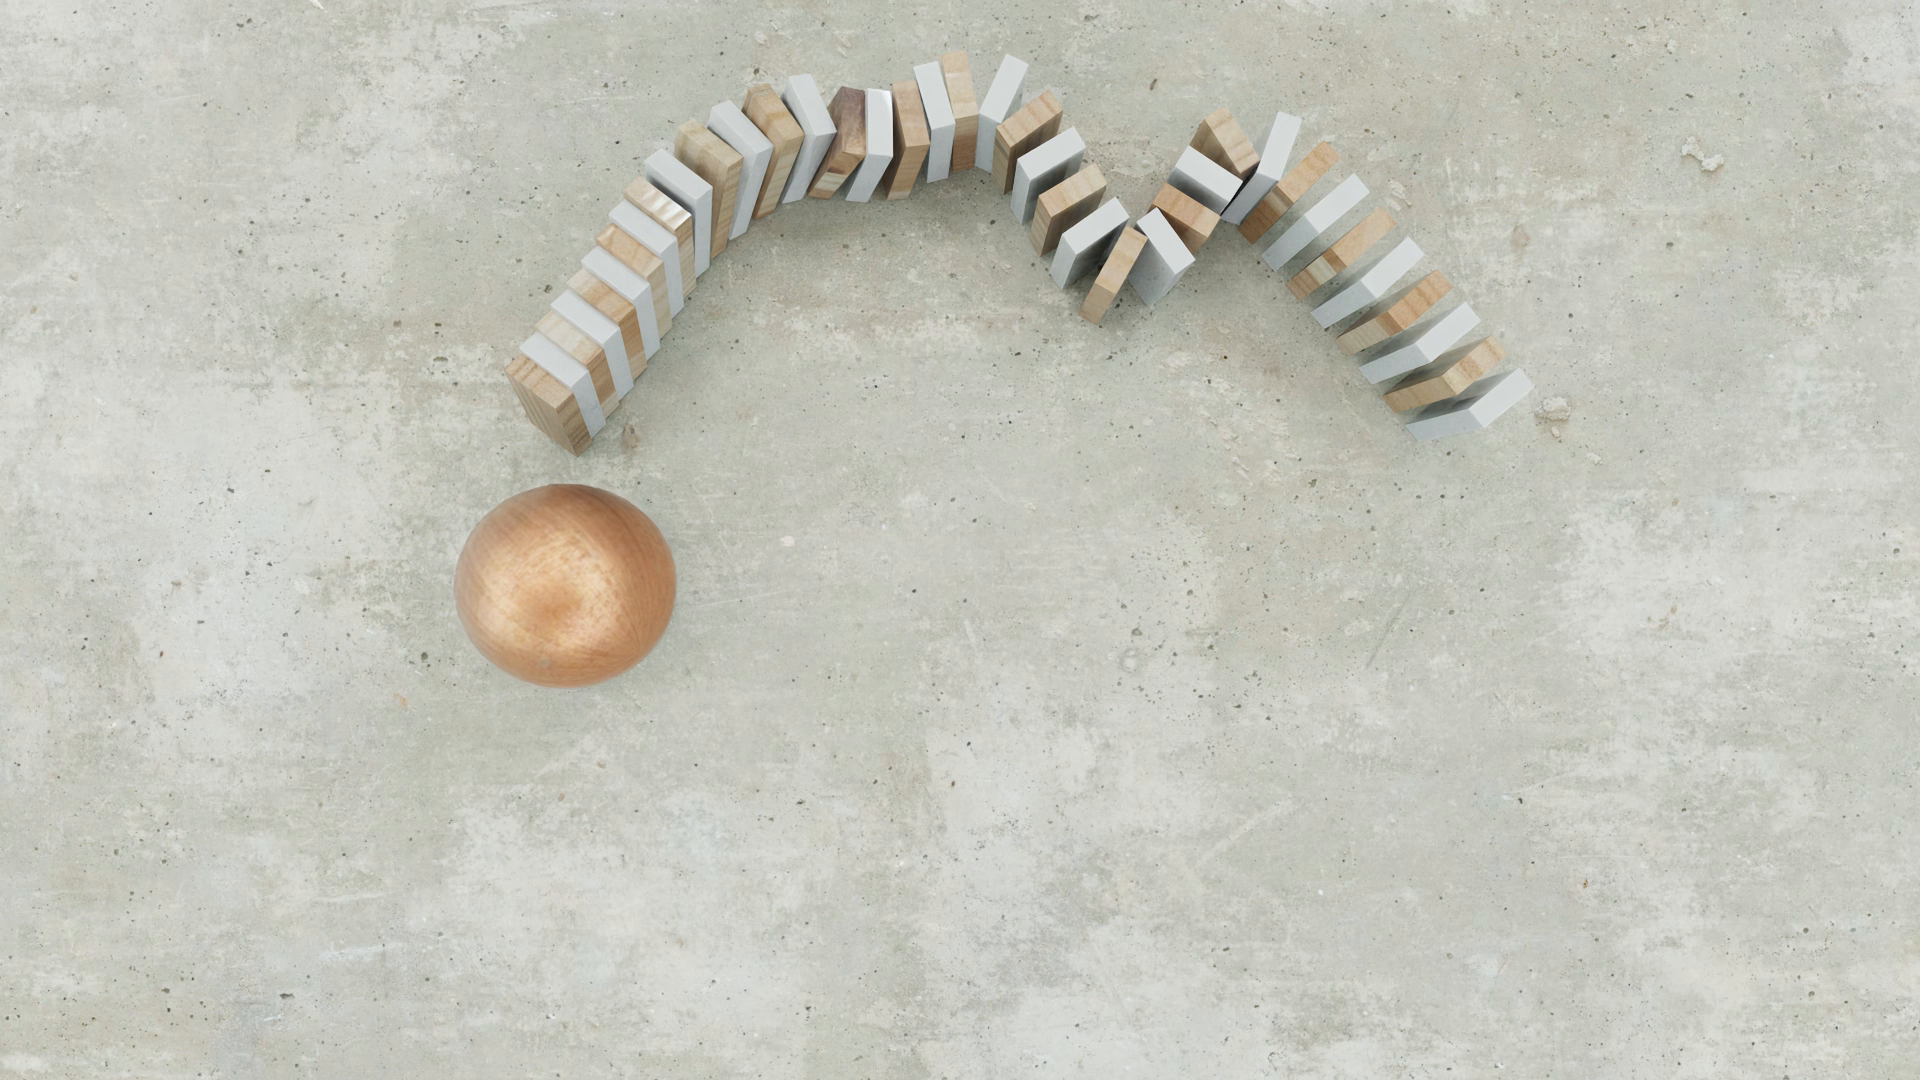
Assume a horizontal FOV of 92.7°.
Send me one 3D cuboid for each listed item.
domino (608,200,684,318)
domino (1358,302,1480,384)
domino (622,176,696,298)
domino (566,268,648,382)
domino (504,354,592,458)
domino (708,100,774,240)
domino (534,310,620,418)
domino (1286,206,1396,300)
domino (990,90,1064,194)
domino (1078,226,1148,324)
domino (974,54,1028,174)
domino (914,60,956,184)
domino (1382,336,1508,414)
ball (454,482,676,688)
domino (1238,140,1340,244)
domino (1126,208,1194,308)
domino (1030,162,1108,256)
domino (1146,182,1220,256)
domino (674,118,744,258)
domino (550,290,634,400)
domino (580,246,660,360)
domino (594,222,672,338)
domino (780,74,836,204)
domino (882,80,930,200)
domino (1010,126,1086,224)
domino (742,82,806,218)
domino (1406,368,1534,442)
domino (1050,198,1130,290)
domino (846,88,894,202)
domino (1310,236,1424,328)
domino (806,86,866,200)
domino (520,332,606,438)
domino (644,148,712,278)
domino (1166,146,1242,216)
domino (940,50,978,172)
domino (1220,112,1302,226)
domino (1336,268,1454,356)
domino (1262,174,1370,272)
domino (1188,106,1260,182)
[{"bbox_3d":[-0.127,-0.113,0.375,0.025,0.050,0.010,37,68,0],"label":"domino"},{"bbox_3d":[0.186,-0.079,0.375,0.025,0.050,0.009,-40,90,0],"label":"domino"},{"bbox_3d":[-0.122,-0.122,0.375,0.025,0.050,0.009,37,68,0],"label":"domino"},{"bbox_3d":[-0.143,-0.087,0.375,0.025,0.050,0.009,37,68,0],"label":"domino"},{"bbox_3d":[-0.167,-0.054,0.375,0.025,0.050,0.010,37,68,0],"label":"domino"},{"bbox_3d":[-0.095,-0.151,0.377,0.025,0.050,0.009,46,55,0],"label":"domino"},{"bbox_3d":[-0.156,-0.071,0.375,0.025,0.050,0.010,37,68,0],"label":"domino"},{"bbox_3d":[0.154,-0.116,0.375,0.025,0.050,0.009,-41,90,0],"label":"domino"},{"bbox_3d":[0.027,-0.161,0.375,0.025,0.050,0.009,-36,91,0],"label":"domino"},{"bbox_3d":[0.062,-0.107,0.375,0.010,0.050,0.025,29,90,0],"label":"domino"},{"bbox_3d":[0.016,-0.173,0.375,0.009,0.050,0.025,25,90,-2],"label":"domino"},{"bbox_3d":[-0.012,-0.169,0.375,0.010,0.050,0.025,-16,90,-4],"label":"domino"},{"bbox_3d":[0.197,-0.067,0.375,0.025,0.050,0.010,-39,90,0],"label":"domino"},{"bbox_3d":[-0.153,0.018,0.360,0.080,0.080,0.080,0,90,0],"label":"ball"},{"bbox_3d":[0.133,-0.141,0.375,0.025,0.050,0.010,-44,90,0],"label":"domino"},{"bbox_3d":[0.079,-0.114,0.375,0.009,0.050,0.025,-36,90,0],"label":"domino"},{"bbox_3d":[0.043,-0.134,0.375,0.025,0.050,0.010,-30,90,0],"label":"domino"},{"bbox_3d":[0.087,-0.126,0.375,0.025,0.050,0.010,32,90,0],"label":"domino"},{"bbox_3d":[-0.106,-0.143,0.377,0.025,0.050,0.009,37,54,0],"label":"domino"},{"bbox_3d":[-0.149,-0.079,0.375,0.025,0.050,0.010,37,68,0],"label":"domino"},{"bbox_3d":[-0.138,-0.095,0.375,0.025,0.050,0.010,37,68,0],"label":"domino"},{"bbox_3d":[-0.133,-0.104,0.375,0.025,0.050,0.010,37,68,0],"label":"domino"},{"bbox_3d":[-0.067,-0.163,0.376,0.009,0.050,0.025,-25,90,-28],"label":"domino"},{"bbox_3d":[-0.024,-0.162,0.375,0.009,0.050,0.025,-12,90,-13],"label":"domino"},{"bbox_3d":[0.035,-0.148,0.375,0.025,0.050,0.010,-31,90,0],"label":"domino"},{"bbox_3d":[-0.082,-0.158,0.376,0.009,0.050,0.025,-36,90,-32],"label":"domino"},{"bbox_3d":[0.207,-0.054,0.375,0.025,0.050,0.009,-39,90,0],"label":"domino"},{"bbox_3d":[0.052,-0.120,0.375,0.025,0.050,0.009,-35,90,0],"label":"domino"},{"bbox_3d":[-0.038,-0.160,0.375,0.010,0.050,0.025,-1,90,-17],"label":"domino"},{"bbox_3d":[0.165,-0.104,0.375,0.025,0.050,0.009,-42,90,0],"label":"domino"},{"bbox_3d":[-0.051,-0.161,0.375,0.010,0.050,0.025,-1,90,-25],"label":"domino"},{"bbox_3d":[-0.161,-0.062,0.375,0.025,0.050,0.010,37,68,0],"label":"domino"},{"bbox_3d":[-0.115,-0.132,0.376,0.025,0.050,0.009,37,64,0],"label":"domino"},{"bbox_3d":[0.095,-0.140,0.375,0.025,0.050,0.009,33,90,0],"label":"domino"},{"bbox_3d":[-0.001,-0.174,0.375,0.010,0.050,0.025,-12,90,-1],"label":"domino"},{"bbox_3d":[0.122,-0.151,0.375,0.009,0.050,0.025,20,90,0],"label":"domino"},{"bbox_3d":[0.176,-0.092,0.375,0.025,0.050,0.009,-40,90,0],"label":"domino"},{"bbox_3d":[0.144,-0.129,0.375,0.025,0.050,0.009,-40,90,0],"label":"domino"},{"bbox_3d":[0.104,-0.153,0.375,0.009,0.050,0.025,-33,90,0],"label":"domino"}]
